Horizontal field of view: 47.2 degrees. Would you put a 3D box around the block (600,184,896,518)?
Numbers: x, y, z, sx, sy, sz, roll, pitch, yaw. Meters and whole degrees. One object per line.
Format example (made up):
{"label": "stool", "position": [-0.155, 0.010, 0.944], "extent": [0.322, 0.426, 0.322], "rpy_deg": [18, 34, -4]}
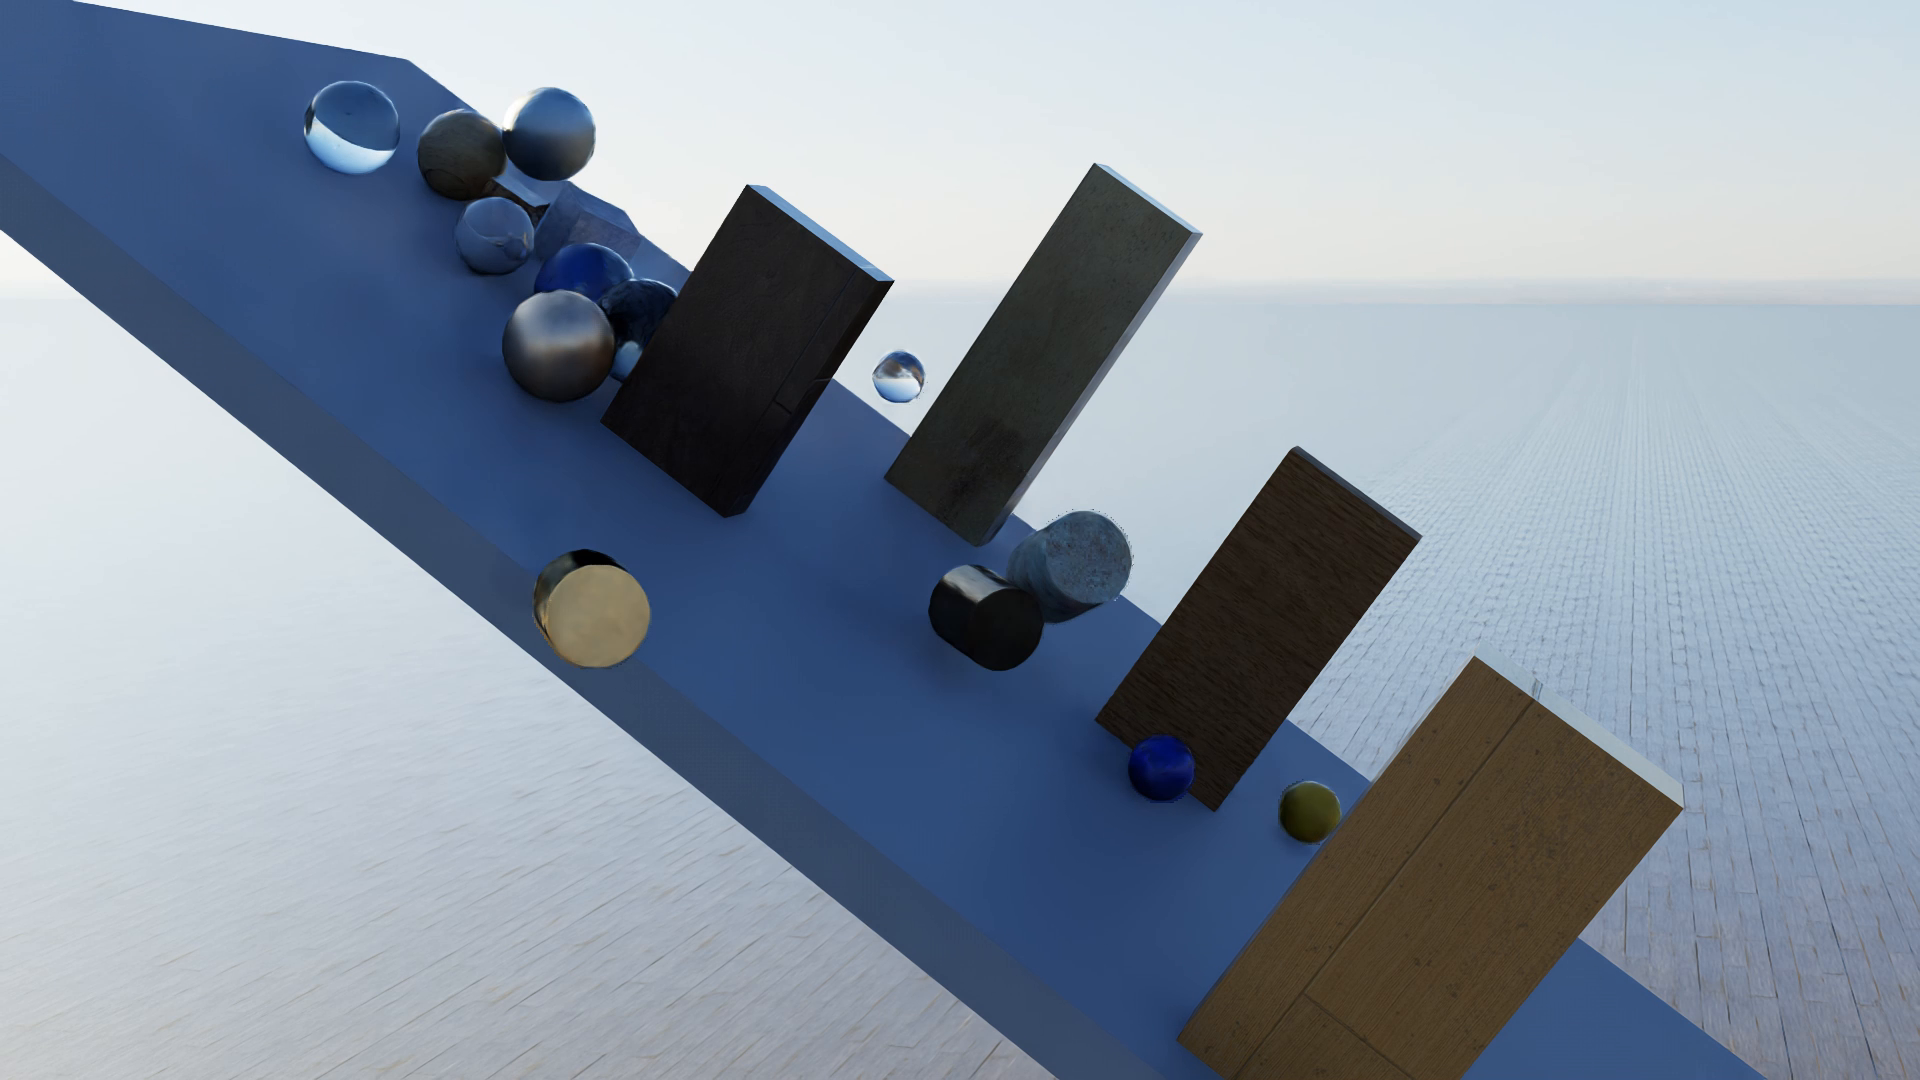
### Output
{"label": "block", "position": [-0.377, -0.331, 3.870], "extent": [0.290, 0.505, 0.092], "rpy_deg": [37, 16, 10]}

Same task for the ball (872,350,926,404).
{"label": "ball", "position": [-0.130, -0.348, 4.702], "extent": [0.113, 0.113, 0.113], "rpy_deg": [0, 7, 0]}

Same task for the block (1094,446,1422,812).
{"label": "block", "position": [0.544, 0.165, 4.042], "extent": [0.280, 0.629, 0.084], "rpy_deg": [37, 16, 10]}

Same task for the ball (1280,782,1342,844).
{"label": "ball", "position": [0.668, 0.519, 4.199], "extent": [0.117, 0.117, 0.117], "rpy_deg": [0, 7, 0]}

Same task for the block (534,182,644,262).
{"label": "block", "position": [-0.782, -0.631, 4.616], "extent": [0.147, 0.147, 0.147], "rpy_deg": [23, 19, -36]}

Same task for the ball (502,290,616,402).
{"label": "ball", "position": [-0.696, -0.337, 3.819], "extent": [0.195, 0.195, 0.195], "rpy_deg": [0, 7, 0]}

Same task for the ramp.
{"label": "ramp", "position": [-0.096, 0.170, 4.085], "extent": [4.000, 0.100, 2.000], "rpy_deg": [37, 16, 10]}

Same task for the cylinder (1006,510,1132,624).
{"label": "cylinder", "position": [0.201, 0.052, 4.080], "extent": [0.175, 0.175, 0.175], "rpy_deg": [-3, -13, -24]}

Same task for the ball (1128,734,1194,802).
{"label": "ball", "position": [0.357, 0.404, 3.902], "extent": [0.118, 0.118, 0.118], "rpy_deg": [0, 7, 0]}

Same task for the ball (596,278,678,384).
{"label": "ball", "position": [-0.586, -0.381, 4.042], "extent": [0.198, 0.198, 0.198], "rpy_deg": [0, 7, 0]}

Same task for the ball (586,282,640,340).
{"label": "ball", "position": [-0.688, -0.450, 4.327], "extent": [0.115, 0.115, 0.115], "rpy_deg": [0, 7, 0]}

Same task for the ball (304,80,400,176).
{"label": "ball", "position": [-1.173, -0.795, 4.243], "extent": [0.181, 0.181, 0.181], "rpy_deg": [0, 7, 0]}

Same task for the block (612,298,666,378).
{"label": "block", "position": [-0.612, -0.378, 4.268], "extent": [0.114, 0.114, 0.114], "rpy_deg": [21, 20, -40]}

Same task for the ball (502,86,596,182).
{"label": "ball", "position": [-0.840, -0.830, 4.498], "extent": [0.192, 0.192, 0.192], "rpy_deg": [0, 7, 0]}

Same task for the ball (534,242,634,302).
{"label": "ball", "position": [-0.709, -0.466, 4.170], "extent": [0.195, 0.195, 0.195], "rpy_deg": [0, 7, 0]}

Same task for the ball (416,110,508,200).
{"label": "ball", "position": [-1.025, -0.793, 4.534], "extent": [0.185, 0.185, 0.185], "rpy_deg": [0, 7, 0]}

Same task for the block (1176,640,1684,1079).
{"label": "block", "position": [0.645, 0.520, 3.053], "extent": [0.331, 0.695, 0.140], "rpy_deg": [37, 16, 10]}

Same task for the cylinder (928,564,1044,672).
{"label": "cylinder", "position": [0.045, 0.135, 3.861], "extent": [0.150, 0.150, 0.150], "rpy_deg": [-3, 17, -26]}

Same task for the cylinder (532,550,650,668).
{"label": "cylinder", "position": [-0.495, 0.090, 2.947], "extent": [0.138, 0.138, 0.138], "rpy_deg": [-2, 8, -17]}

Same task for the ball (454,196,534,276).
{"label": "ball", "position": [-0.896, -0.585, 4.235], "extent": [0.152, 0.152, 0.152], "rpy_deg": [0, 7, 0]}

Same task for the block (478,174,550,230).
{"label": "block", "position": [-0.929, -0.674, 4.518], "extent": [0.107, 0.107, 0.107], "rpy_deg": [34, 15, 0]}

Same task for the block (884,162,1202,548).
{"label": "block", "position": [0.170, -0.381, 4.597], "extent": [0.249, 0.797, 0.121], "rpy_deg": [37, 16, 10]}
